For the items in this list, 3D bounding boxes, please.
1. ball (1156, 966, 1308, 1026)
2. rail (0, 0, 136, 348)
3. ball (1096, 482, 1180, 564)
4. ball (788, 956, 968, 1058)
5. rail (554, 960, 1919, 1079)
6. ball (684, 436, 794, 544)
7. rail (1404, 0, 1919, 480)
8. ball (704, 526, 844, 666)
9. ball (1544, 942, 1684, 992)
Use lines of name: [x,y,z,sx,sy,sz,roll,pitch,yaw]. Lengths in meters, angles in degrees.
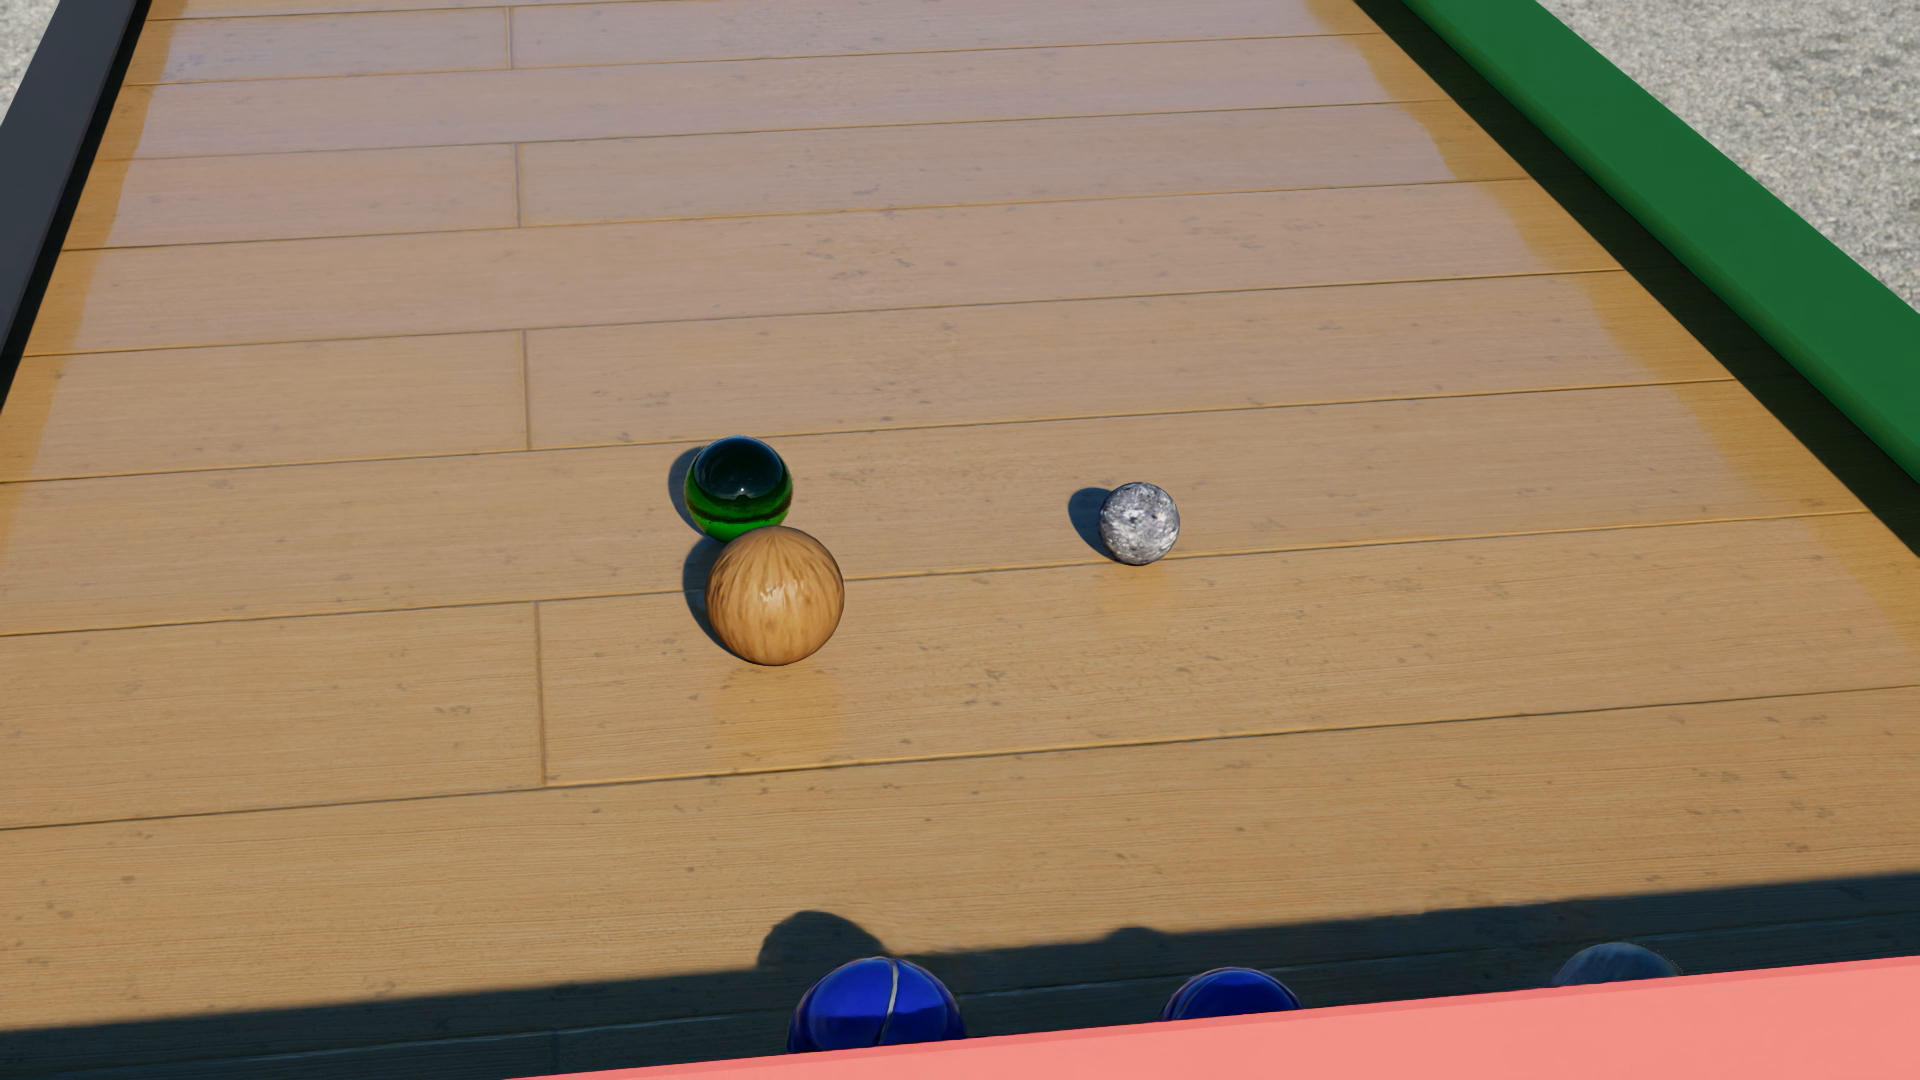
ball: [0.134,0.249,1.438,0.080,0.080,0.080,0,26,0]
rail: [-0.787,-0.263,2.464,0.045,0.116,2.708,-4,26,-8]
ball: [0.122,-0.011,2.010,0.057,0.057,0.057,0,26,0]
ball: [-0.040,0.247,1.433,0.088,0.088,0.088,0,26,0]
rail: [0.097,0.261,1.370,1.435,0.116,0.045,-4,26,-8]
ball: [-0.153,-0.034,2.037,0.075,0.075,0.075,0,26,0]
rail: [0.586,-0.351,2.649,0.045,0.116,2.708,-4,26,-8]
ball: [-0.118,0.035,1.875,0.090,0.090,0.090,0,26,0]
ball: [0.327,0.239,1.463,0.078,0.078,0.078,0,26,0]
